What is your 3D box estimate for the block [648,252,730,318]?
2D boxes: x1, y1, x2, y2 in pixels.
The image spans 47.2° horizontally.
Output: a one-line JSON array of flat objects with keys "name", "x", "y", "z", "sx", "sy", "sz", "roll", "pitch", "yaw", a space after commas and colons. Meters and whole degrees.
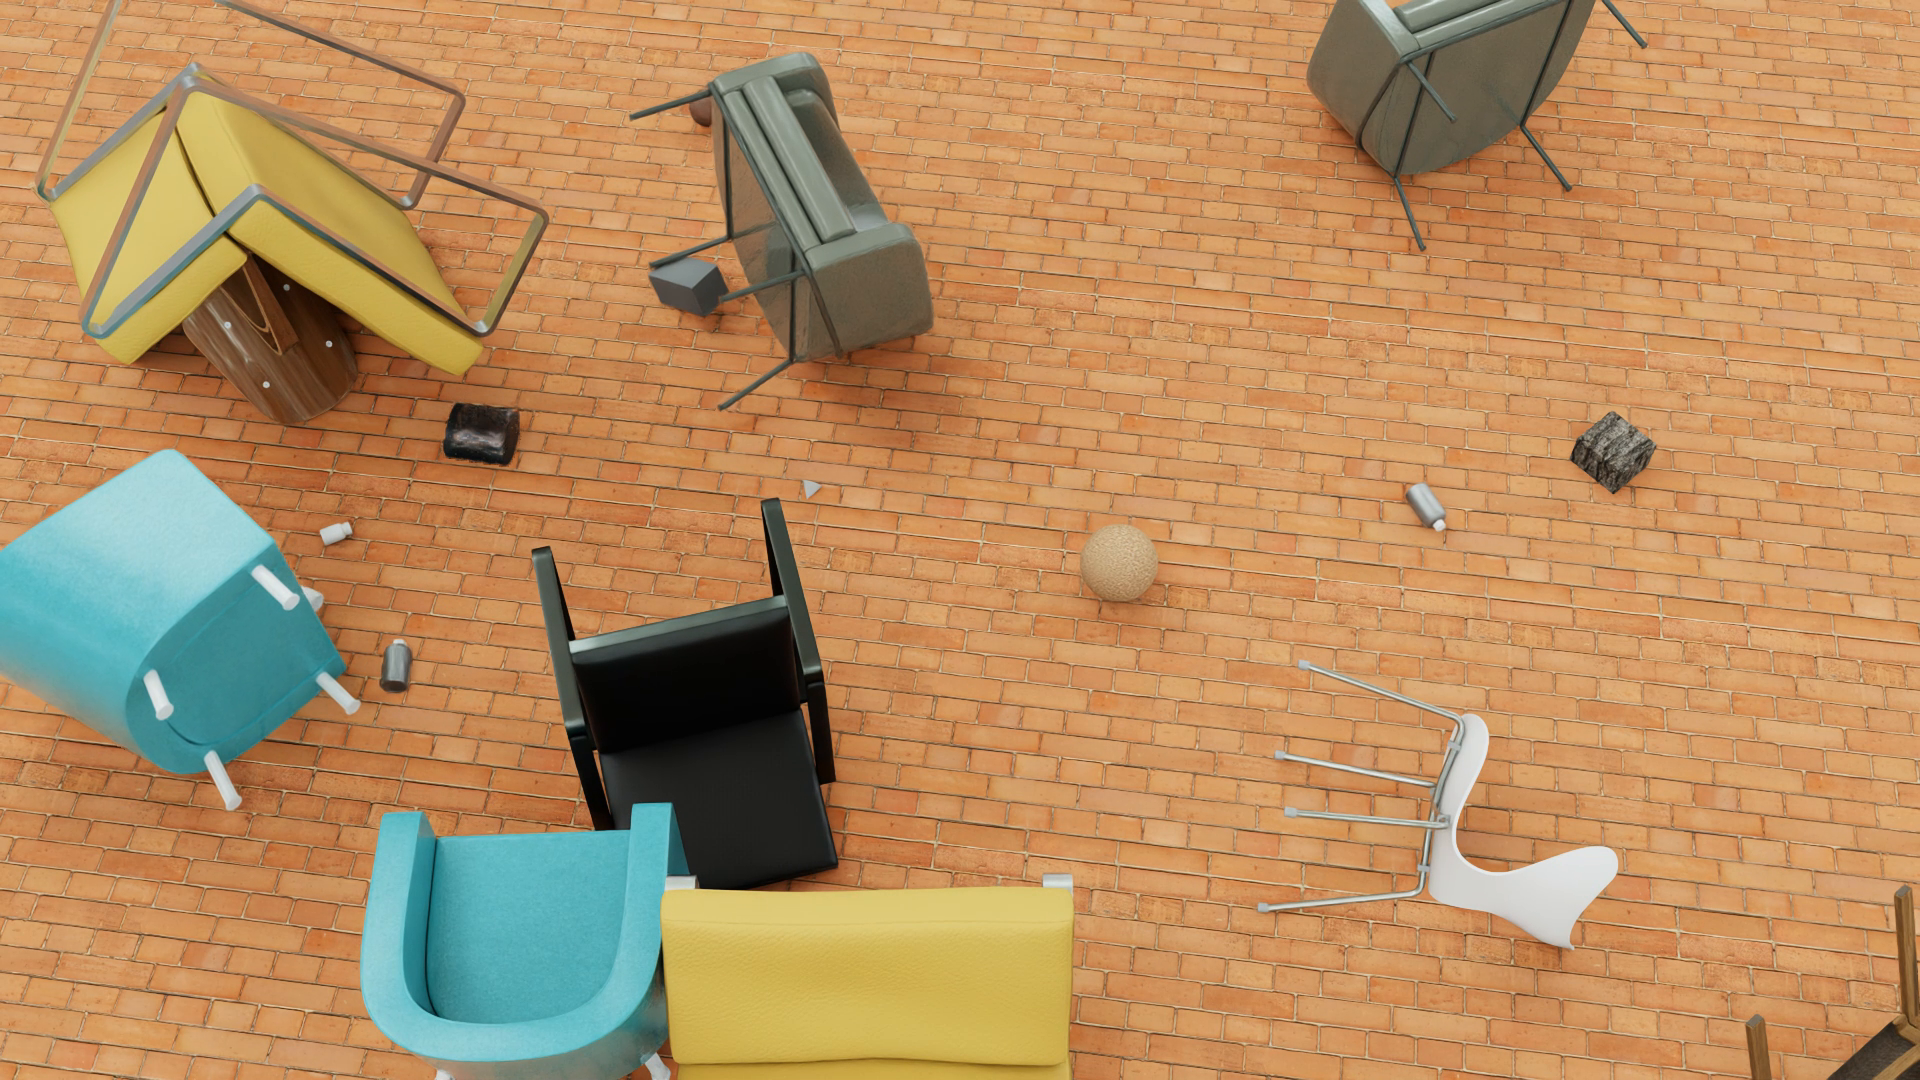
[{"name": "block", "x": -0.863, "y": -0.814, "z": 7.008, "sx": 0.211, "sy": 0.118, "sz": 0.121, "roll": 20, "pitch": 56, "yaw": 38}]

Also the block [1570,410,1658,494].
[{"name": "block", "x": 1.985, "y": -0.268, "z": 6.687, "sx": 0.163, "sy": 0.110, "sz": 0.174, "roll": -36, "pitch": 63, "yaw": -21}]

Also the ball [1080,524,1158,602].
[{"name": "ball", "x": 0.462, "y": 0.066, "z": 6.392, "sx": 0.228, "sy": 0.228, "sz": 0.228, "roll": 0, "pitch": 56, "yaw": 0}]
